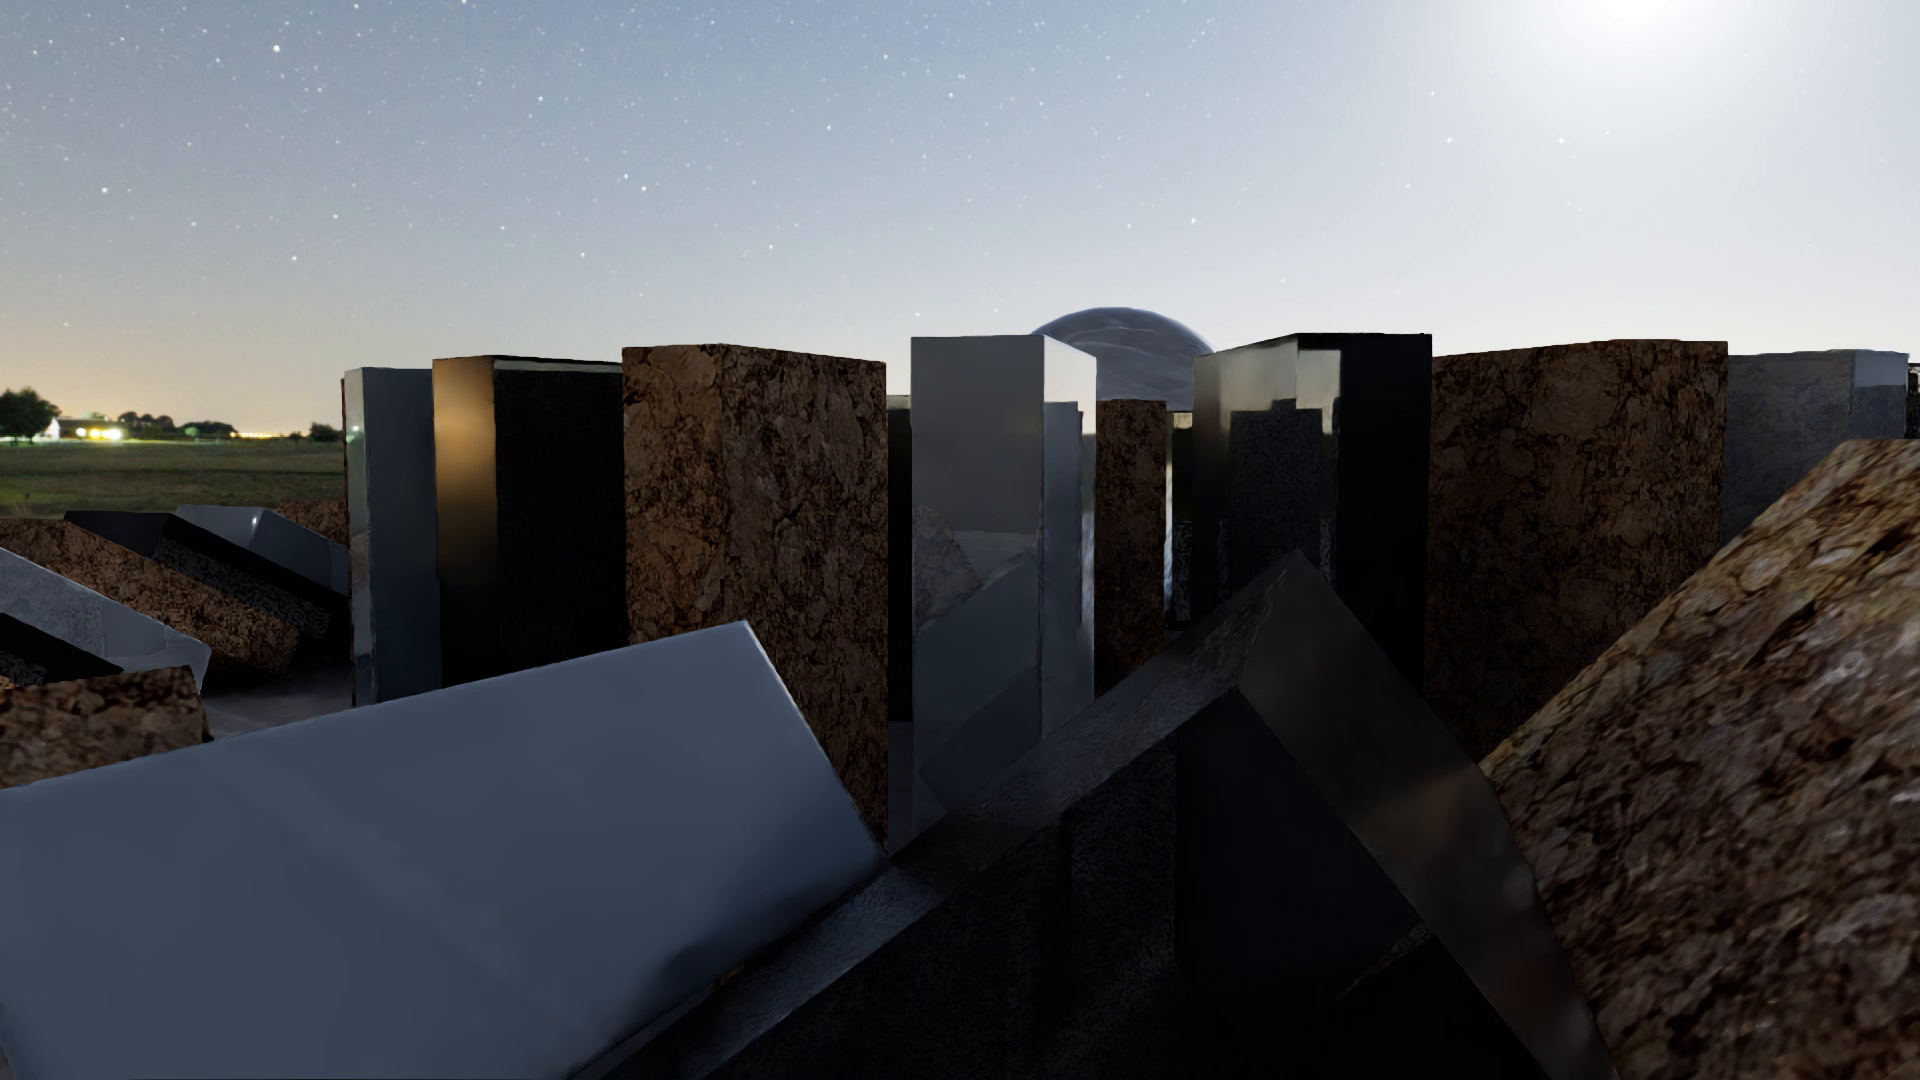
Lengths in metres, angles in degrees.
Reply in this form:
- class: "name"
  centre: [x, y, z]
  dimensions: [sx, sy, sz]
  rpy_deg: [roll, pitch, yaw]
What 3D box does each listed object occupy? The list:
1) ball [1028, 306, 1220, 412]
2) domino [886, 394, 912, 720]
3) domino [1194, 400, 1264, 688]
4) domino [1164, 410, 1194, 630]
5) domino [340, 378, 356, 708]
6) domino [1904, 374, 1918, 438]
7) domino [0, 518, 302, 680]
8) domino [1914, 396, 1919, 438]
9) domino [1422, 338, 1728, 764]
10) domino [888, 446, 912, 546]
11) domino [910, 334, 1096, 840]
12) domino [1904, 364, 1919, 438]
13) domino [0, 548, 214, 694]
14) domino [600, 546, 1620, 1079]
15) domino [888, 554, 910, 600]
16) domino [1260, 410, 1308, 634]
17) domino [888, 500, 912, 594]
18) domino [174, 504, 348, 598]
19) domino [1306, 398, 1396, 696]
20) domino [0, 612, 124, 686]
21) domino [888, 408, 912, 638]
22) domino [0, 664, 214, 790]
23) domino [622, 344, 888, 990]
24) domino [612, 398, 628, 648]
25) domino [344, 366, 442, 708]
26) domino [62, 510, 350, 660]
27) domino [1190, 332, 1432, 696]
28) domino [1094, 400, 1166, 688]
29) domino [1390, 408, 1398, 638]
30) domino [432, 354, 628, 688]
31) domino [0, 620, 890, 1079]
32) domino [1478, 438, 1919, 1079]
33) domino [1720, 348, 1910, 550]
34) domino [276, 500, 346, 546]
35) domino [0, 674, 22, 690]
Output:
- class: "ball"
  centre: [0.042, -0.024, 0.355]
  dimensions: [0.080, 0.080, 0.080]
  rpy_deg: [0, 4, 0]
- class: "domino"
  centre: [0.000, 0.002, 0.201]
  dimensions: [0.025, 0.050, 0.009]
  rpy_deg: [0, 4, 0]
- class: "domino"
  centre: [0.049, 0.000, 0.235]
  dimensions: [0.010, 0.050, 0.025]
  rpy_deg: [1, 4, 7]
- class: "domino"
  centre: [0.053, -0.005, 0.303]
  dimensions: [0.009, 0.050, 0.025]
  rpy_deg: [0, 4, 3]
- class: "domino"
  centre: [-0.061, 0.006, 0.158]
  dimensions: [0.025, 0.050, 0.010]
  rpy_deg: [-2, 5, -21]
- class: "domino"
  centre: [0.094, 0.006, 0.151]
  dimensions: [0.025, 0.050, 0.010]
  rpy_deg: [2, 5, 20]
- class: "domino"
  centre: [-0.139, 0.011, 0.214]
  dimensions: [0.025, 0.009, 0.050]
  rpy_deg: [1, -23, 16]
- class: "domino"
  centre: [0.164, 0.002, 0.208]
  dimensions: [0.025, 0.050, 0.009]
  rpy_deg: [-1, 4, -12]
- class: "domino"
  centre: [0.048, 0.010, 0.106]
  dimensions: [0.009, 0.050, 0.025]
  rpy_deg: [-2, 5, -20]
- class: "domino"
  centre: [-0.011, -0.006, 0.353]
  dimensions: [0.009, 0.050, 0.025]
  rpy_deg: [-44, 15, -10]
- class: "domino"
  centre: [0.004, 0.010, 0.103]
  dimensions: [0.009, 0.050, 0.025]
  rpy_deg: [1, 4, 14]
- class: "domino"
  centre: [0.084, 0.008, 0.131]
  dimensions: [0.025, 0.050, 0.009]
  rpy_deg: [3, 5, 36]
- class: "domino"
  centre: [-0.141, 0.012, 0.192]
  dimensions: [0.025, 0.009, 0.050]
  rpy_deg: [0, -23, 9]
- class: "domino"
  centre: [-0.008, 0.020, 0.036]
  dimensions: [0.050, 0.009, 0.025]
  rpy_deg: [-40, -7, 16]
- class: "domino"
  centre: [-0.036, -0.005, 0.348]
  dimensions: [0.009, 0.050, 0.025]
  rpy_deg: [-44, 15, -10]
- class: "domino"
  centre: [0.075, -0.005, 0.300]
  dimensions: [0.009, 0.050, 0.025]
  rpy_deg: [1, 4, 14]
- class: "domino"
  centre: [-0.024, -0.005, 0.350]
  dimensions: [0.009, 0.050, 0.025]
  rpy_deg: [-44, 15, -10]
- class: "domino"
  centre: [-0.128, 0.008, 0.257]
  dimensions: [0.025, 0.009, 0.050]
  rpy_deg: [2, -22, 27]
- class: "domino"
  centre: [0.070, 0.000, 0.228]
  dimensions: [0.010, 0.050, 0.025]
  rpy_deg: [2, 5, 28]
- class: "domino"
  centre: [-0.140, 0.014, 0.170]
  dimensions: [0.025, 0.009, 0.050]
  rpy_deg: [0, -23, 3]
- class: "domino"
  centre: [-0.012, -0.004, 0.291]
  dimensions: [0.009, 0.050, 0.025]
  rpy_deg: [-2, 5, -27]
- class: "domino"
  centre: [-0.050, 0.022, 0.047]
  dimensions: [0.050, 0.009, 0.025]
  rpy_deg: [-36, -17, 32]
- class: "domino"
  centre: [-0.017, 0.009, 0.111]
  dimensions: [0.009, 0.050, 0.025]
  rpy_deg: [2, 5, 26]
- class: "domino"
  centre: [-0.066, 0.001, 0.223]
  dimensions: [0.025, 0.050, 0.009]
  rpy_deg: [1, 4, 17]
- class: "domino"
  centre: [-0.051, 0.007, 0.138]
  dimensions: [0.025, 0.050, 0.009]
  rpy_deg: [-3, 5, -35]
- class: "domino"
  centre: [-0.135, 0.009, 0.236]
  dimensions: [0.025, 0.009, 0.050]
  rpy_deg: [2, -22, 21]
- class: "domino"
  centre: [0.026, 0.010, 0.101]
  dimensions: [0.009, 0.050, 0.025]
  rpy_deg: [0, 4, -6]
- class: "domino"
  centre: [0.027, 0.000, 0.233]
  dimensions: [0.010, 0.050, 0.025]
  rpy_deg: [-2, 5, -21]
- class: "domino"
  centre: [0.096, -0.004, 0.292]
  dimensions: [0.010, 0.050, 0.025]
  rpy_deg: [2, 5, 28]
- class: "domino"
  centre: [-0.035, 0.008, 0.123]
  dimensions: [0.009, 0.050, 0.025]
  rpy_deg: [3, 5, 38]
- class: "domino"
  centre: [-0.029, 0.021, 0.041]
  dimensions: [0.050, 0.009, 0.025]
  rpy_deg: [-36, -10, 21]
- class: "domino"
  centre: [0.011, 0.019, 0.032]
  dimensions: [0.010, 0.050, 0.025]
  rpy_deg: [45, 13, 7]
- class: "domino"
  centre: [0.068, 0.009, 0.116]
  dimensions: [0.010, 0.050, 0.025]
  rpy_deg: [-3, 5, -32]
- class: "domino"
  centre: [-0.120, 0.006, 0.278]
  dimensions: [0.025, 0.010, 0.050]
  rpy_deg: [2, -22, 34]
- class: "domino"
  centre: [-0.133, 0.016, 0.147]
  dimensions: [0.025, 0.009, 0.050]
  rpy_deg: [-1, -23, -10]
